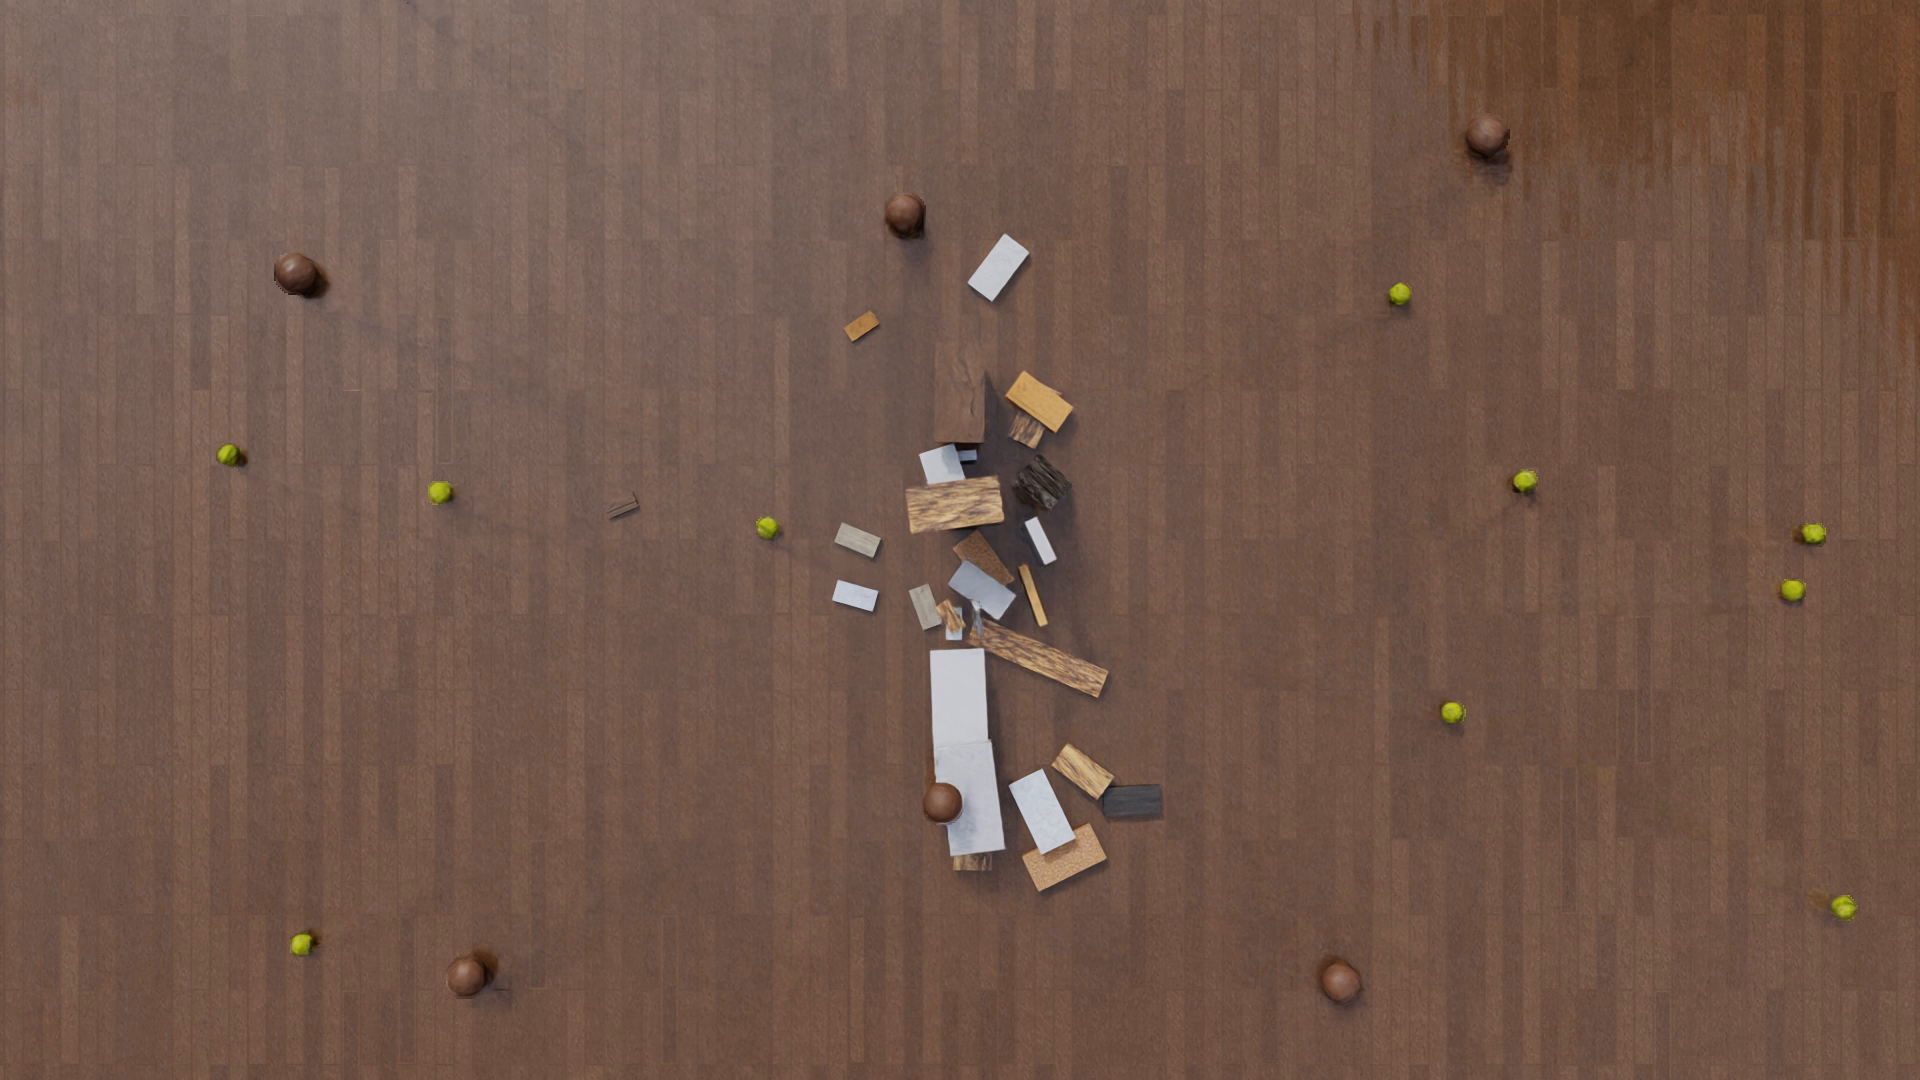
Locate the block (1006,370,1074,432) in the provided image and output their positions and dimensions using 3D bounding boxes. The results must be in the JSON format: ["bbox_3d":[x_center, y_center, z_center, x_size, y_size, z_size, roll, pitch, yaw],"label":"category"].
[{"bbox_3d":[0.261,-0.457,5.449,0.206,0.029,0.103,36,89,-7],"label":"block"}]

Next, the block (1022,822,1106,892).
[{"bbox_3d":[0.346,1.054,5.482,0.251,0.036,0.126,-26,90,0],"label":"block"}]

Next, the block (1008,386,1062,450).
[{"bbox_3d":[0.246,-0.416,5.485,0.103,0.029,0.206,25,90,0],"label":"block"}]

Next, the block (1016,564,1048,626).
[{"bbox_3d":[0.238,0.182,5.448,0.029,0.103,0.206,-19,90,-2],"label":"block"}]

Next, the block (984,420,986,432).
[{"bbox_3d":[0.005,-0.368,5.345,0.155,0.311,0.044,9,90,0],"label":"block"}]

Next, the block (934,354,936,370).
[{"bbox_3d":[-0.002,-0.564,5.345,0.155,0.311,0.044,0,90,0],"label":"block"}]

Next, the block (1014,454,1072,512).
[{"bbox_3d":[0.271,-0.188,5.354,0.148,0.295,0.042,42,109,0],"label":"block"}]

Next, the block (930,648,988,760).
[{"bbox_3d":[-0.002,0.540,5.431,0.178,0.050,0.356,-2,81,0],"label":"block"}]

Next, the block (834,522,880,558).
[{"bbox_3d":[-0.341,0.000,5.490,0.140,0.020,0.070,22,90,0],"label":"block"}]

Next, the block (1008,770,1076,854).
[{"bbox_3d":[0.272,0.899,5.463,0.126,0.036,0.251,-26,81,0],"label":"block"}]

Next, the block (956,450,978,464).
[{"bbox_3d":[-0.005,-0.268,5.384,0.116,0.232,0.033,-5,90,0],"label":"block"}]

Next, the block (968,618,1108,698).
[{"bbox_3d":[0.258,0.388,5.487,0.472,0.027,0.095,23,90,0],"label":"block"}]

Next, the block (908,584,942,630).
[{"bbox_3d":[-0.114,0.222,5.490,0.070,0.020,0.139,-20,90,0],"label":"block"}]

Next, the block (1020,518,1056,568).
[{"bbox_3d":[0.252,0.009,5.335,0.042,0.325,0.148,-25,88,-2],"label":"block"}]

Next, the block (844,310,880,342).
[{"bbox_3d":[-0.327,-0.712,5.492,0.109,0.015,0.054,-34,90,0],"label":"block"}]

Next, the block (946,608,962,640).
[{"bbox_3d":[-0.020,0.279,5.492,0.054,0.015,0.108,0,90,0],"label":"block"}]

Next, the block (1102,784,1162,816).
[{"bbox_3d":[0.571,0.865,5.487,0.189,0.027,0.095,-3,90,0],"label":"block"}]

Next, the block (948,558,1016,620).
[{"bbox_3d":[0.072,0.164,5.454,0.206,0.029,0.103,35,91,-3],"label":"block"}]

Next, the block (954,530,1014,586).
[{"bbox_3d":[0.078,0.078,5.485,0.103,0.029,0.206,-37,90,0],"label":"block"}]

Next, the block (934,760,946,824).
[{"bbox_3d":[0.007,0.756,5.451,0.178,0.050,0.356,-3,82,0],"label":"block"}]

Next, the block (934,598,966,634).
[{"bbox_3d":[-0.032,0.254,5.474,0.054,0.015,0.108,-34,93,-2],"label":"block"}]

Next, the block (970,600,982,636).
[{"bbox_3d":[0.055,0.256,5.419,0.015,0.054,0.108,-14,126,-10],"label":"block"}]

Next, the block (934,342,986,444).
[{"bbox_3d":[0.000,-0.460,5.168,0.155,0.044,0.311,1,90,0],"label":"block"}]

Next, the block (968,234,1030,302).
[{"bbox_3d":[0.127,-0.904,5.485,0.103,0.029,0.206,37,90,0],"label":"block"}]

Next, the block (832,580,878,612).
[{"bbox_3d":[-0.348,0.185,5.490,0.140,0.020,0.070,16,90,0],"label":"block"}]

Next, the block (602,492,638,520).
[{"bbox_3d":[-1.130,-0.116,5.492,0.109,0.015,0.054,-23,90,0],"label":"block"}]

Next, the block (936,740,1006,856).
[{"bbox_3d":[0.035,0.838,5.366,0.178,0.050,0.355,-7,97,1],"label":"block"}]

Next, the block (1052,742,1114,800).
[{"bbox_3d":[0.408,0.766,5.473,0.189,0.027,0.094,36,90,9],"label":"block"}]

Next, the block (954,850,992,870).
[{"bbox_3d":[0.043,0.969,5.482,0.126,0.036,0.251,1,90,0],"label":"block"}]

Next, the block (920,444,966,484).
[{"bbox_3d":[-0.039,-0.180,5.251,0.116,0.033,0.232,-18,90,1],"label":"block"}]

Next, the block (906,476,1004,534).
[{"bbox_3d":[-0.017,-0.112,5.213,0.295,0.042,0.148,-8,90,1],"label":"block"}]
